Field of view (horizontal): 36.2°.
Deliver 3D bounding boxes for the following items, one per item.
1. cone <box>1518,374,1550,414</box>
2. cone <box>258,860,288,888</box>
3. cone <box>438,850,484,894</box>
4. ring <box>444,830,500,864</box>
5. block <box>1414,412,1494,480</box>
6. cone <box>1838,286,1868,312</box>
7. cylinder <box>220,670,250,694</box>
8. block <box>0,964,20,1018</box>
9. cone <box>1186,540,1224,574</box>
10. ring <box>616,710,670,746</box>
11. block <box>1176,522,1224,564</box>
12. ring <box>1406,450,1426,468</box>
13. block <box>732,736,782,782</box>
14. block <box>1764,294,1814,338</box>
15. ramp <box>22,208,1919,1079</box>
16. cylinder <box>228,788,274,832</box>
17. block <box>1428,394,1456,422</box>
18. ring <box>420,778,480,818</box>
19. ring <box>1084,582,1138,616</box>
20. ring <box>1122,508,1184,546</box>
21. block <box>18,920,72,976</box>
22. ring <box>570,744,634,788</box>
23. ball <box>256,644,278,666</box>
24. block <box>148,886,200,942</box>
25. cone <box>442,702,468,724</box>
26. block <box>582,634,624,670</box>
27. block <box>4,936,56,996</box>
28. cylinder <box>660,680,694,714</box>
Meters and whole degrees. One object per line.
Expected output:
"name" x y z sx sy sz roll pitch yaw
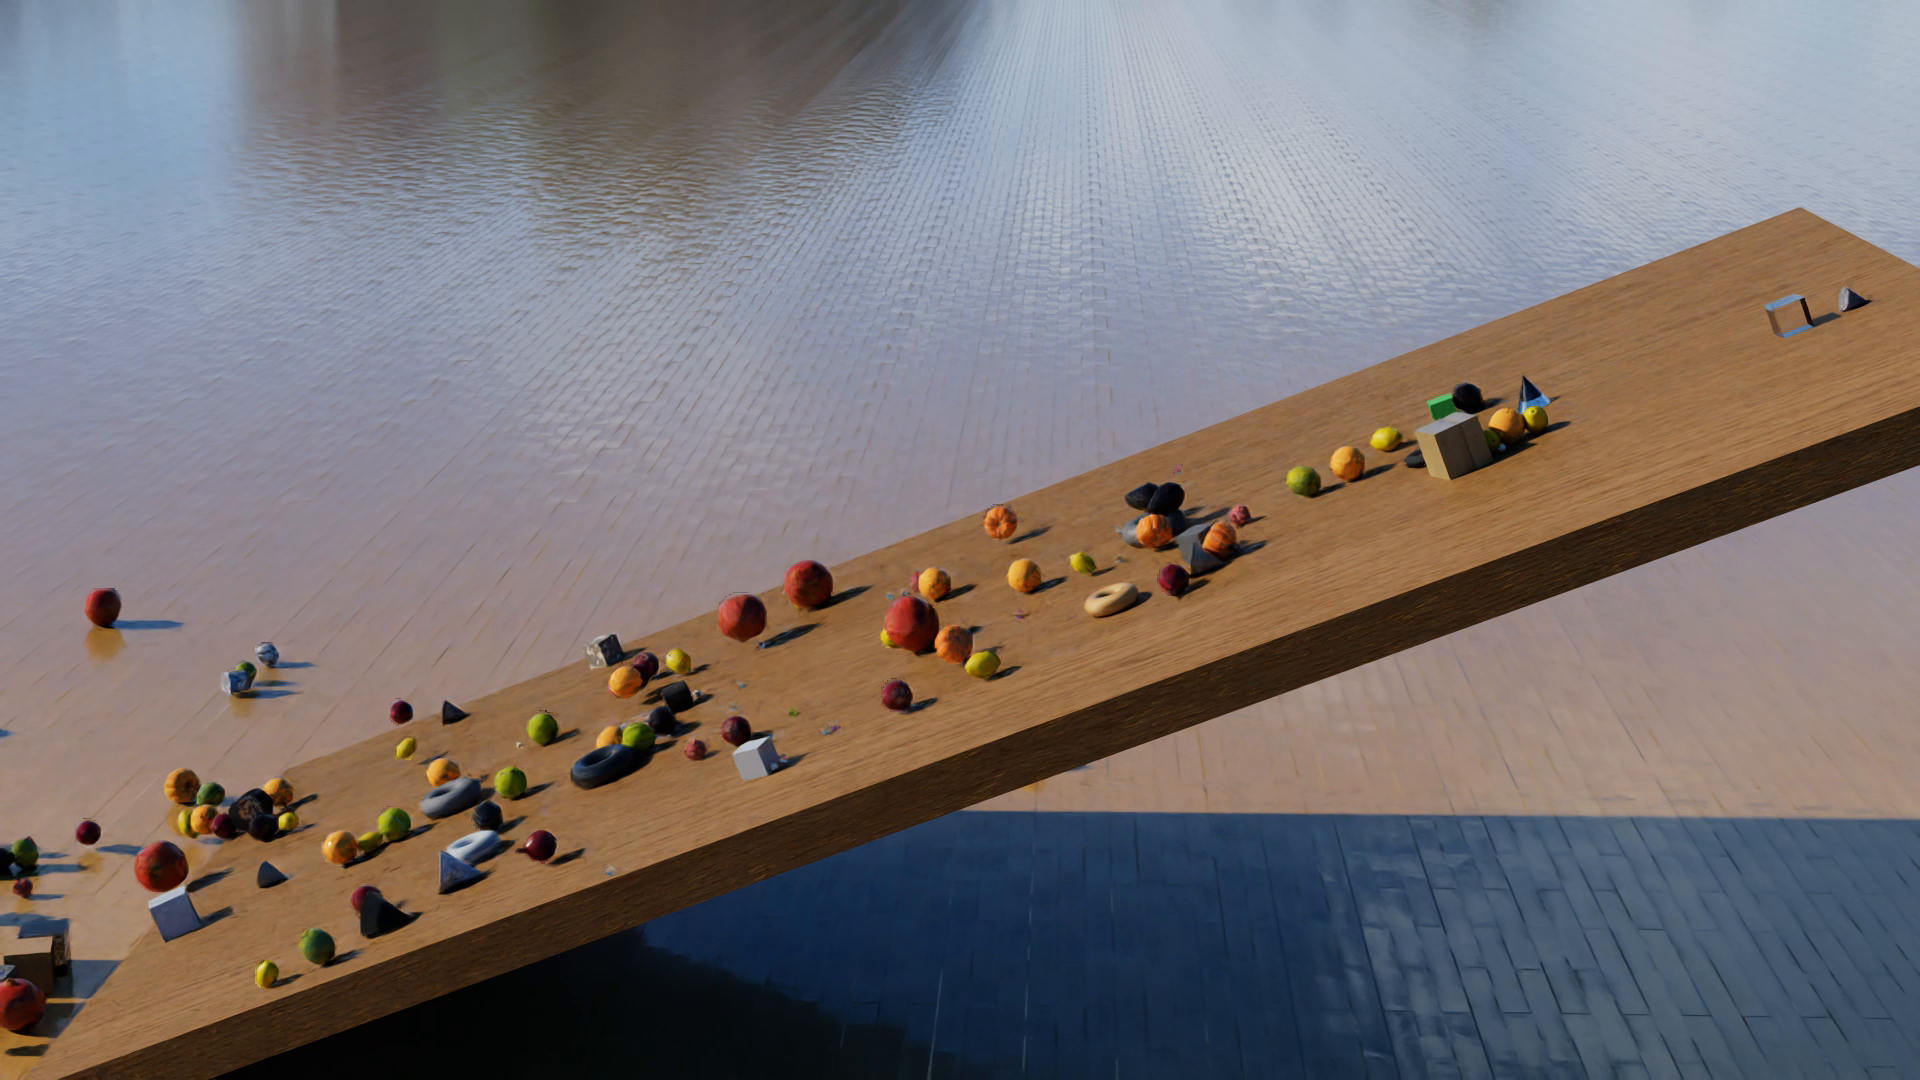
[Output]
"cone" 1.187 -0.312 6.139 0.072 0.072 0.072 -21 12 5
"cone" -1.481 0.729 6.368 0.059 0.059 0.059 8 15 8
"cone" -0.979 0.653 5.777 0.087 0.087 0.087 3 12 -13
"ring" -0.982 0.622 5.921 0.121 0.040 0.121 -20 11 4
"block" 0.986 -0.188 5.878 0.099 0.099 0.099 -24 12 -11
"cone" 1.804 -0.483 5.925 0.051 0.051 0.051 4 13 -7
"cylinder" -2.088 0.408 8.477 0.061 0.061 0.061 -13 18 -41
"block" -2.040 0.951 6.192 0.086 0.086 0.086 0 13 1
"cone" 0.498 0.044 5.879 0.072 0.072 0.072 18 16 7
"ring" -0.685 0.406 6.353 0.123 0.041 0.123 -21 12 4
"block" 0.488 0.007 5.985 0.062 0.062 0.062 -10 17 45
"ring" 0.953 -0.171 6.038 0.080 0.027 0.080 -21 10 4
"block" -0.395 0.425 5.705 0.059 0.059 0.059 -16 13 28
"block" 1.669 -0.451 5.919 0.064 0.064 0.064 -21 12 2
"ramp" 0.121 0.175 6.293 4.000 0.100 2.000 -20 12 7
"cylinder" -1.684 0.641 6.987 0.078 0.078 0.078 3 16 12
"block" 1.037 -0.278 6.309 0.051 0.051 0.051 -20 12 8
"ring" -1.110 0.561 6.407 0.139 0.046 0.139 -20 13 5
"ring" 0.303 0.119 5.879 0.114 0.038 0.114 -20 12 5
"ring" 0.415 -0.029 6.318 0.141 0.047 0.141 -20 13 5
"block" -1.997 0.892 6.416 0.096 0.096 0.096 -3 14 -10
"ring" -0.748 0.473 6.149 0.143 0.048 0.143 -21 16 6
"ball" -2.067 0.343 8.772 0.065 0.065 0.065 0 13 0
"block" -1.677 0.797 6.278 0.080 0.080 0.080 -24 12 -13
"cone" -1.247 0.431 7.281 0.059 0.059 0.059 5 14 0
"block" -0.878 0.274 7.233 0.063 0.063 0.063 -11 16 41
"block" -1.996 0.916 6.314 0.095 0.095 0.095 -3 14 -13
"cylinder" -0.624 0.346 6.475 0.056 0.056 0.056 -25 20 -13
